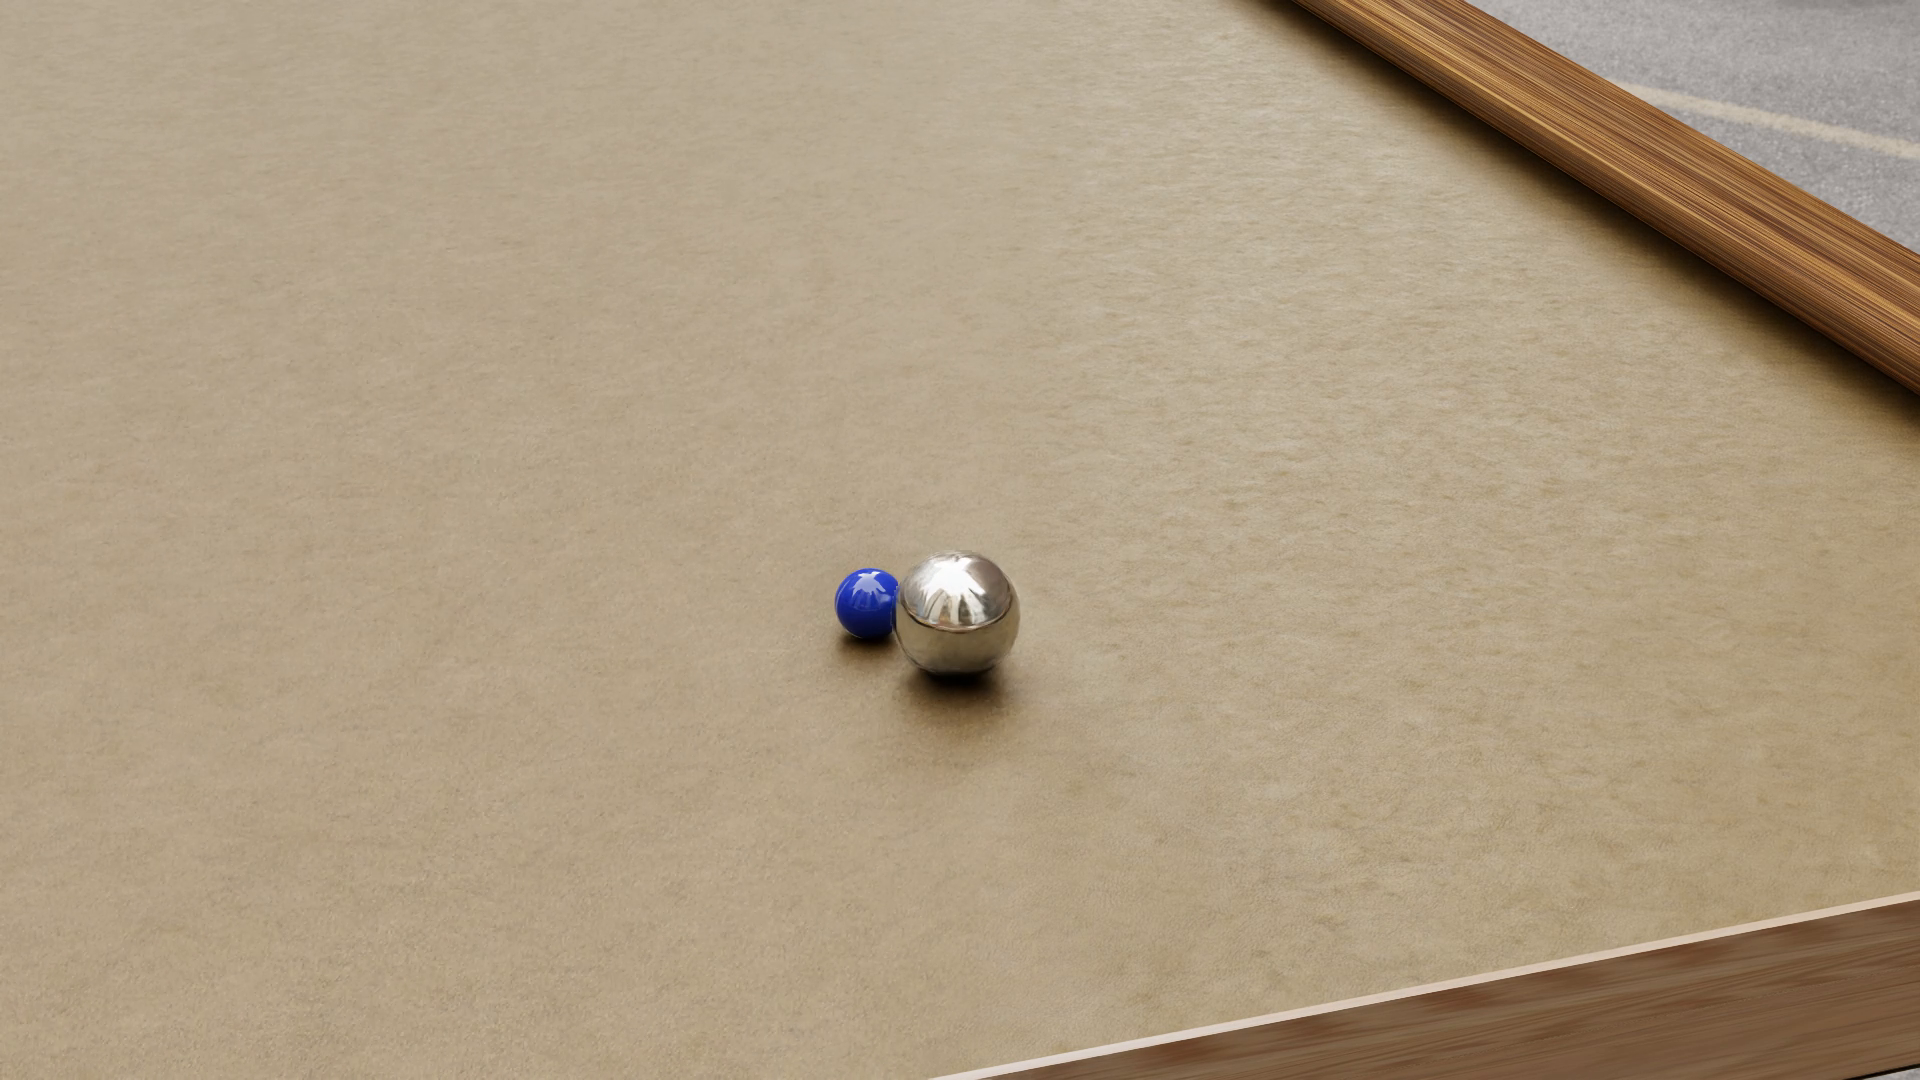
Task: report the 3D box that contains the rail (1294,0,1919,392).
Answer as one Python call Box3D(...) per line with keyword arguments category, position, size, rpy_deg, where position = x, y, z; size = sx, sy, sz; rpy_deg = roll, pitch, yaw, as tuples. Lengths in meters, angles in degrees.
Box3D(category="rail", position=(0.550, -0.423, 2.860), size=(0.045, 0.108, 2.833), rpy_deg=(-8, 27, -16))

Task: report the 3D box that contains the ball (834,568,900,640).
Box3D(category="ball", position=(-0.060, 0.042, 1.957), size=(0.048, 0.048, 0.048), rpy_deg=(0, 26, 0))

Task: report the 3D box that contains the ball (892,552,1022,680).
Box3D(category="ball", position=(-0.002, 0.049, 1.903), size=(0.083, 0.083, 0.083), rpy_deg=(0, 26, 0))

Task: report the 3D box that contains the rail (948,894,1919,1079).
Box3D(category="rail", position=(0.209, 0.254, 1.442), size=(1.655, 0.108, 0.045), rpy_deg=(-8, 27, -16))
